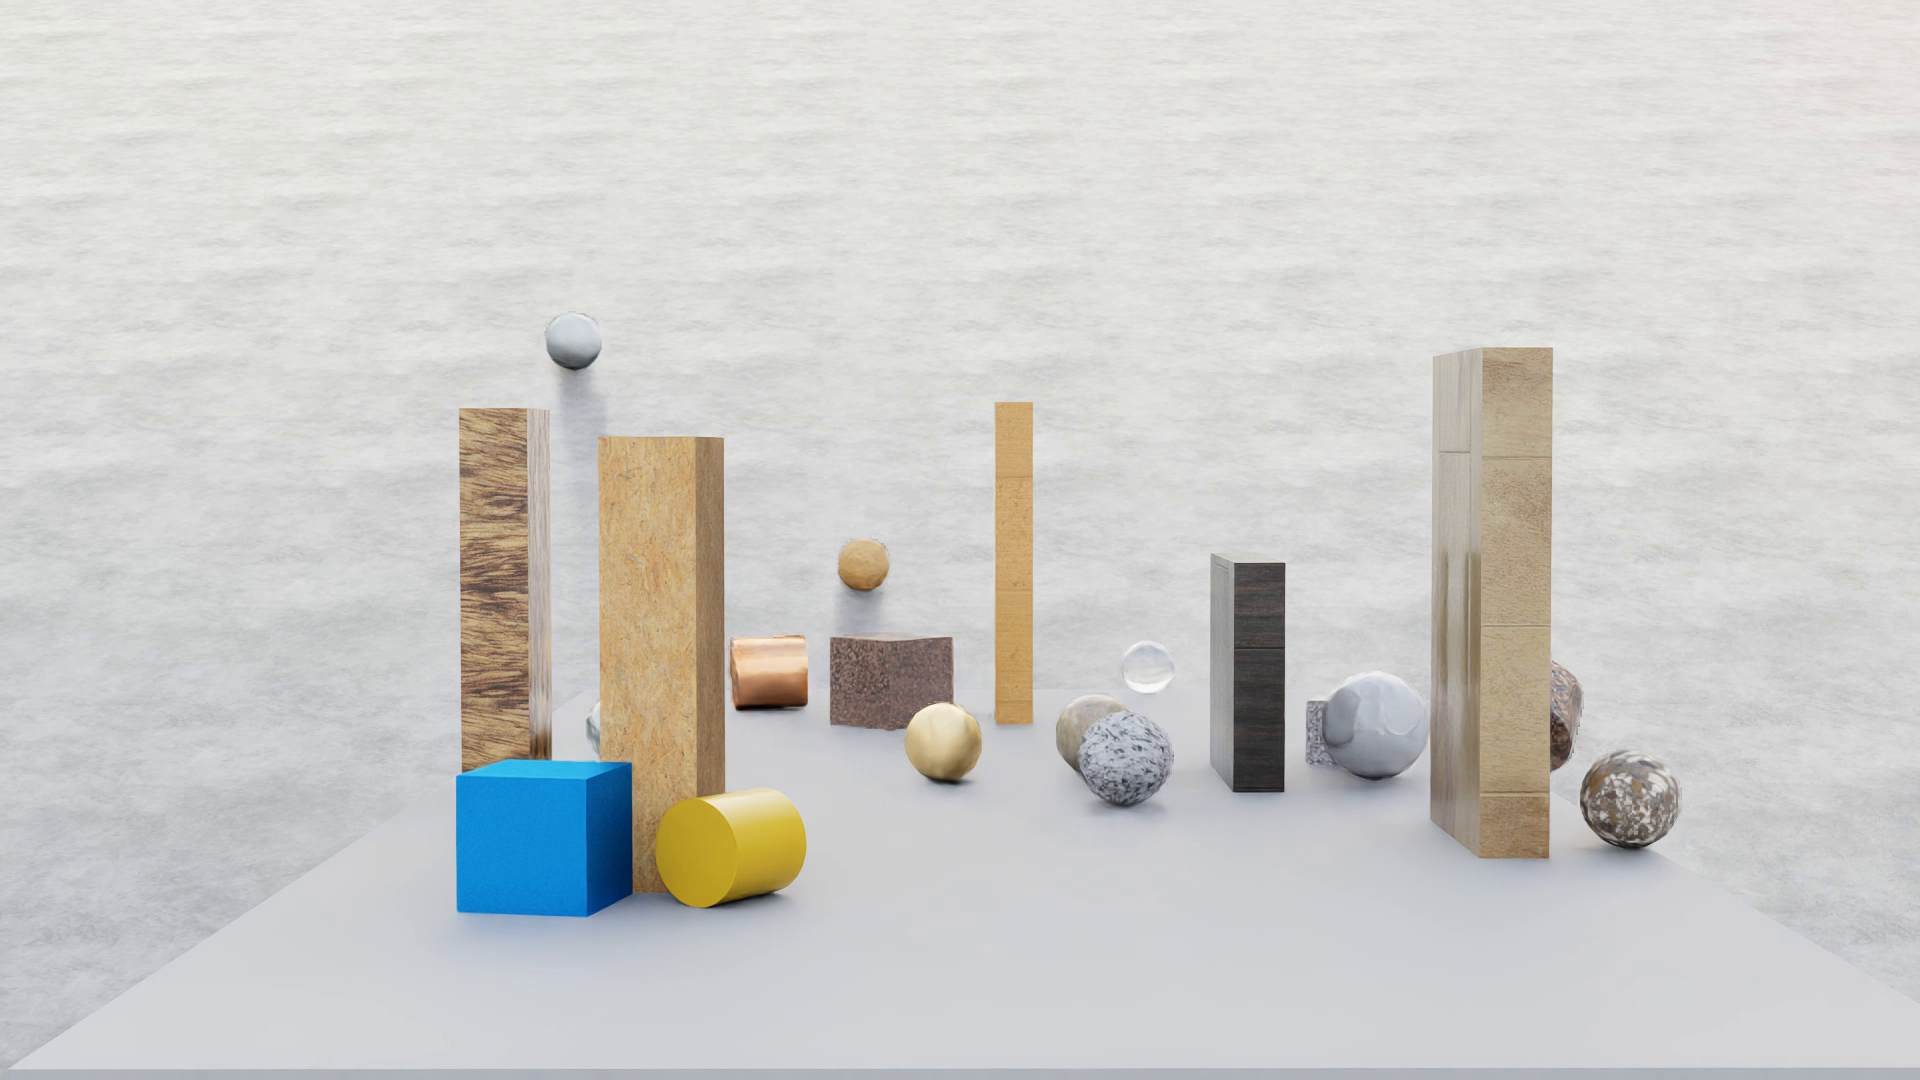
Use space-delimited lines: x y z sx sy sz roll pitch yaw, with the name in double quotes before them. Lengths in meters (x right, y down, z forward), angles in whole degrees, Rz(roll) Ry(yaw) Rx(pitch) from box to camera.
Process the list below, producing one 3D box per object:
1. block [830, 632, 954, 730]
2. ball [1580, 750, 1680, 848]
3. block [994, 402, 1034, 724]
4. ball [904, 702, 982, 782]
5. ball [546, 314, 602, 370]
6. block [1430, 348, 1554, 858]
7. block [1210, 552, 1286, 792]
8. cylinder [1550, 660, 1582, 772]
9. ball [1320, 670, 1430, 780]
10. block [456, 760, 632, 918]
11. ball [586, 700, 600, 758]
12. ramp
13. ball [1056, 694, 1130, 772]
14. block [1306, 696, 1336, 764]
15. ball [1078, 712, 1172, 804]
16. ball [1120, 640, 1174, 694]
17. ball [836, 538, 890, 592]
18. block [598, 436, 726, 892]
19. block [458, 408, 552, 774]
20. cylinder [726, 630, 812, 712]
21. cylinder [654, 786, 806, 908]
"block" -0.152 0.312 5.733 0.194 0.194 0.194 -2 3 -45
"ball" 1.025 0.397 3.943 0.150 0.150 0.150 0 24 0
"block" 0.120 0.047 5.856 0.083 0.715 0.280 0 2 0
"ball" -0.030 0.372 4.746 0.144 0.144 0.144 0 24 0
"ball" -1.336 -0.686 8.909 0.195 0.195 0.195 0 24 0
"block" 0.827 0.088 4.033 0.105 0.762 0.399 0 2 0
"block" 0.532 0.237 4.790 0.091 0.410 0.427 0 2 0
"cylinder" 1.190 0.366 5.340 0.176 0.176 0.176 8 32 17
"ball" 0.767 0.343 4.760 0.201 0.201 0.201 0 24 0
"block" -0.558 0.399 3.472 0.181 0.181 0.181 0 2 12
"ball" -0.646 0.363 4.957 0.148 0.148 0.148 0 24 0
"ramp" 0.055 0.501 4.547 2.000 0.100 4.000 0 2 0
"ball" 0.255 0.364 4.816 0.154 0.154 0.154 0 24 0
"block" 0.750 0.372 5.042 0.122 0.122 0.122 1 2 18
"ball" 0.283 0.375 4.430 0.160 0.160 0.160 0 24 0
"ball" 0.467 0.317 6.411 0.134 0.134 0.134 0 24 0
"ball" -0.274 0.070 7.280 0.149 0.149 0.149 0 24 0
"block" -0.430 0.165 3.761 0.133 0.629 0.436 0 2 0
"block" -0.803 0.109 4.565 0.117 0.682 0.247 0 2 0
"cylinder" -0.449 0.312 6.049 0.165 0.165 0.165 -14 27 -12
"cylinder" -0.311 0.416 3.500 0.146 0.146 0.146 17 11 33
